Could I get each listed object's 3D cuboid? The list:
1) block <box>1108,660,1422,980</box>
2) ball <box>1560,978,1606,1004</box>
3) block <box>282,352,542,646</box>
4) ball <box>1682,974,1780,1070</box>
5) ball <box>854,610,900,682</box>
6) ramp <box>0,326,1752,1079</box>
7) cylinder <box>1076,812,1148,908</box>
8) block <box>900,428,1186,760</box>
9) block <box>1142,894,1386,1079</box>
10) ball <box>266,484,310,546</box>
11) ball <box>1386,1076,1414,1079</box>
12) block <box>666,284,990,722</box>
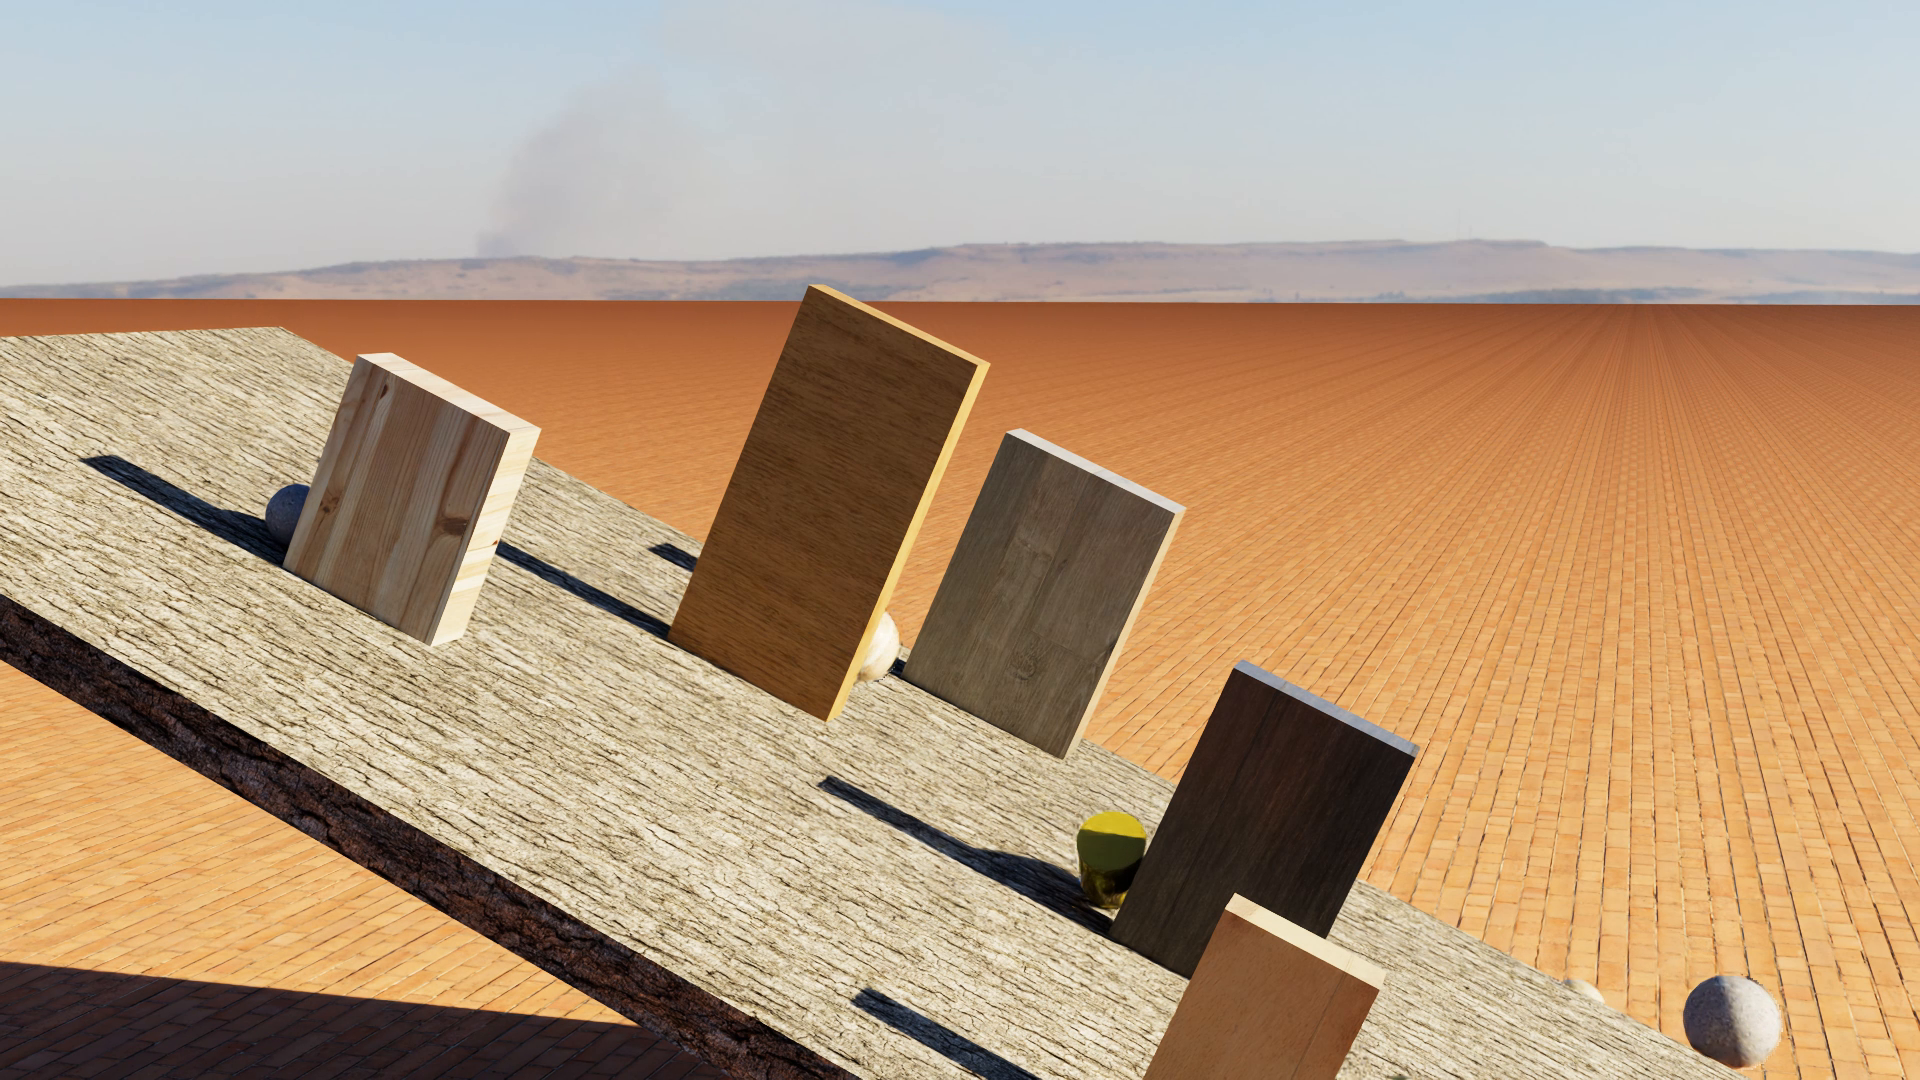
[{"bbox_3d":[0.539,0.541,3.929,0.349,0.553,0.092,26,13,13],"label":"block"},{"bbox_3d":[1.444,1.108,5.170,0.150,0.150,0.150,0,7,0],"label":"ball"},{"bbox_3d":[-1.002,-0.076,4.011,0.333,0.426,0.113,26,13,13],"label":"block"},{"bbox_3d":[1.696,1.060,4.838,0.203,0.203,0.203,0,7,0],"label":"ball"},{"bbox_3d":[-0.218,0.220,4.735,0.175,0.175,0.175,0,7,0],"label":"ball"},{"bbox_3d":[-0.282,0.487,4.180,4.000,0.100,2.000,26,13,13],"label":"ramp"},{"bbox_3d":[0.285,0.596,4.093,0.130,0.130,0.130,-4,48,5],"label":"cylinder"},{"bbox_3d":[0.181,0.118,4.868,0.412,0.606,0.122,26,13,13],"label":"block"},{"bbox_3d":[0.420,0.756,3.207,0.243,0.404,0.084,26,13,13],"label":"block"},{"bbox_3d":[-1.245,-0.044,4.143,0.122,0.122,0.122,0,7,0],"label":"ball"},{"bbox_3d":[0.732,0.945,3.643,0.111,0.111,0.111,0,7,0],"label":"ball"},{"bbox_3d":[-0.272,-0.073,4.436,0.382,0.792,0.085,26,13,13],"label":"block"}]
